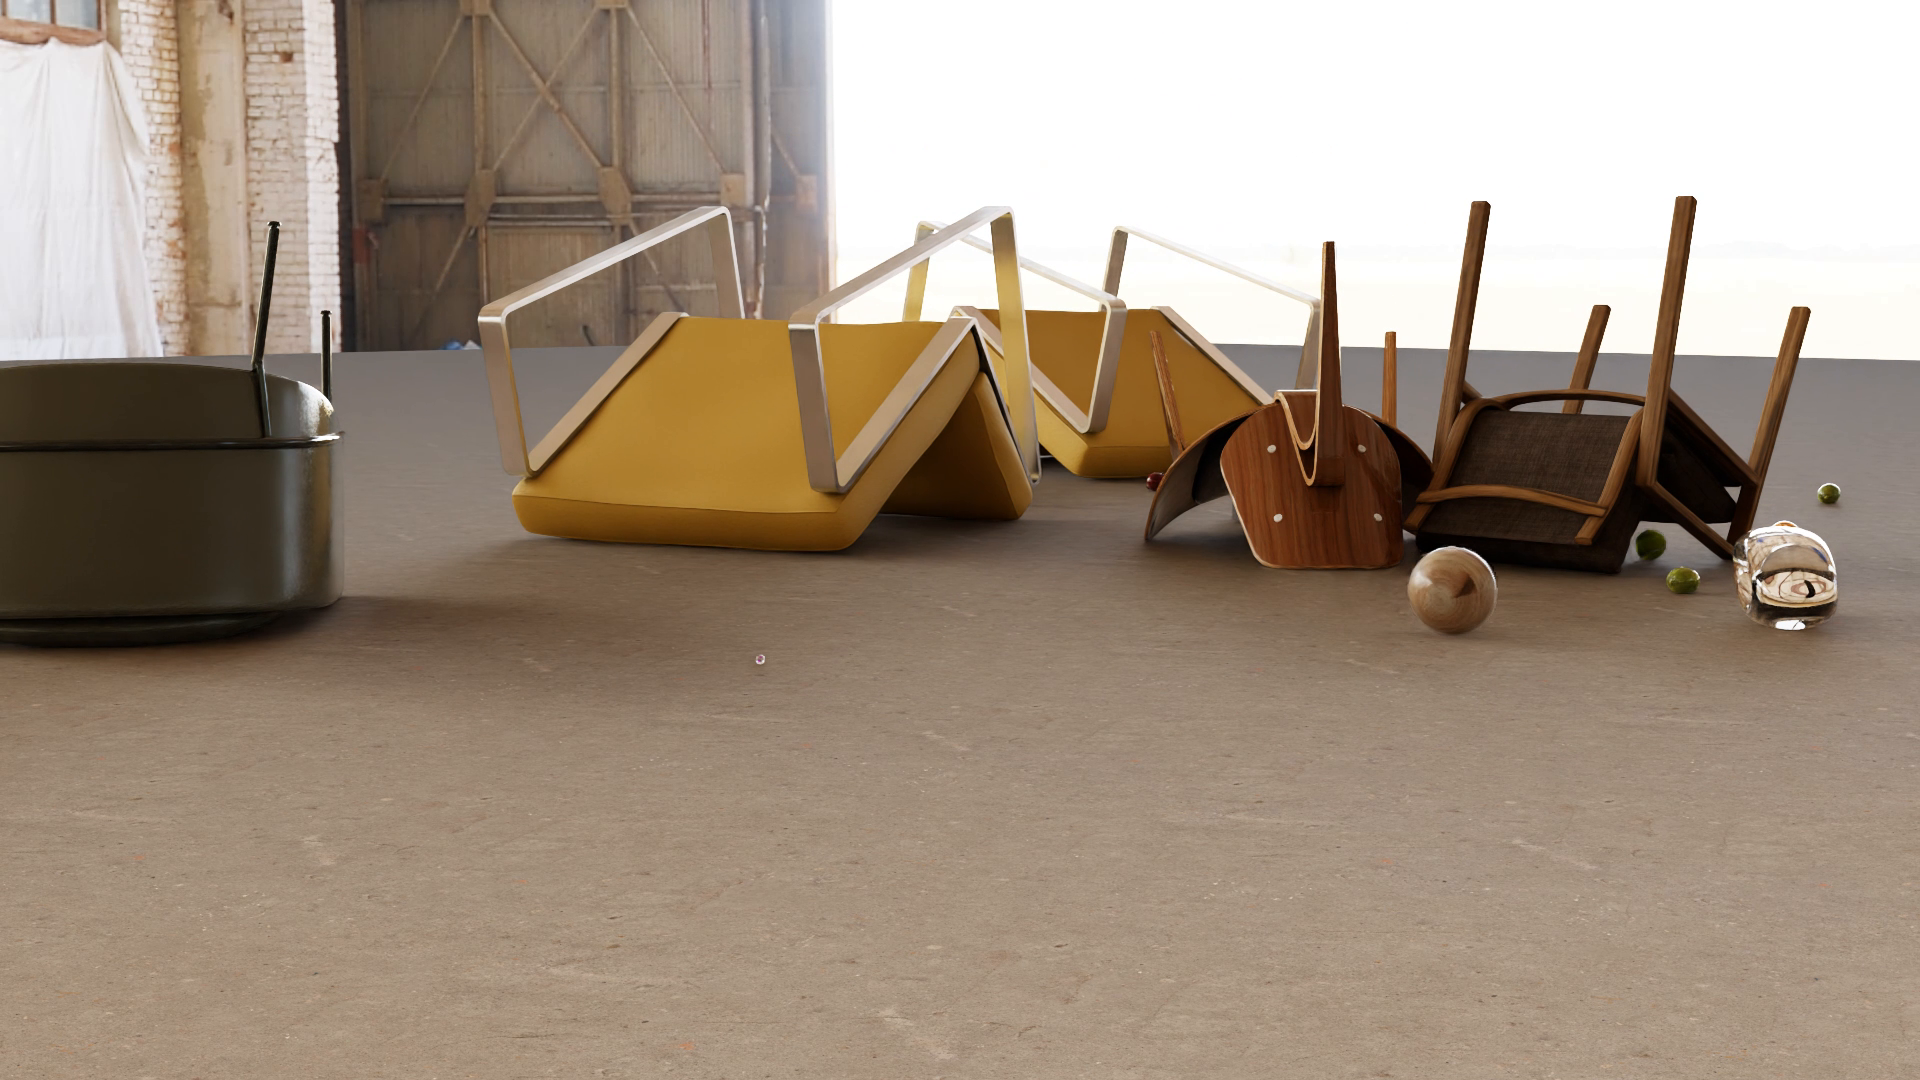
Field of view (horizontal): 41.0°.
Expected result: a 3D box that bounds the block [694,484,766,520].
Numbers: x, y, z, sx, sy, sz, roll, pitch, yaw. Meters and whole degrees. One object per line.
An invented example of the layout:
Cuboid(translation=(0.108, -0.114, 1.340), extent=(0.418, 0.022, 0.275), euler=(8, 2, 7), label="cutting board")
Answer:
Cuboid(translation=(-0.629, -0.104, 7.030), extent=(0.160, 0.081, 0.117), euler=(5, 8, 42), label="block")

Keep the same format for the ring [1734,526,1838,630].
Cuboid(translation=(1.571, 0.071, 4.891), extent=(0.153, 0.173, 0.420), euler=(0, 13, 10), label="ring")

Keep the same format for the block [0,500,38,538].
Cuboid(translation=(-2.456, -0.049, 6.478), extent=(0.123, 0.084, 0.212), euler=(4, 7, 31), label="block")

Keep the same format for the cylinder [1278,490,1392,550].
Cuboid(translation=(0.927, -0.052, 6.337), extent=(0.271, 0.119, 0.298), euler=(-2, 6, -19), label="cylinder")

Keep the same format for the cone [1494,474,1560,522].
Cuboid(translation=(1.549, -0.083, 6.911), extent=(0.183, 0.126, 0.145), euler=(32, -14, 39), label="cone")

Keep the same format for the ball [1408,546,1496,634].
Cuboid(translation=(0.908, 0.092, 4.732), extent=(0.161, 0.161, 0.161), euler=(0, 6, 0), label="ball")

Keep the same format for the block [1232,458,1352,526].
Cuboid(translation=(0.887, -0.128, 6.864), extent=(0.272, 0.161, 0.225), euler=(-1, 6, -7), label="block")
